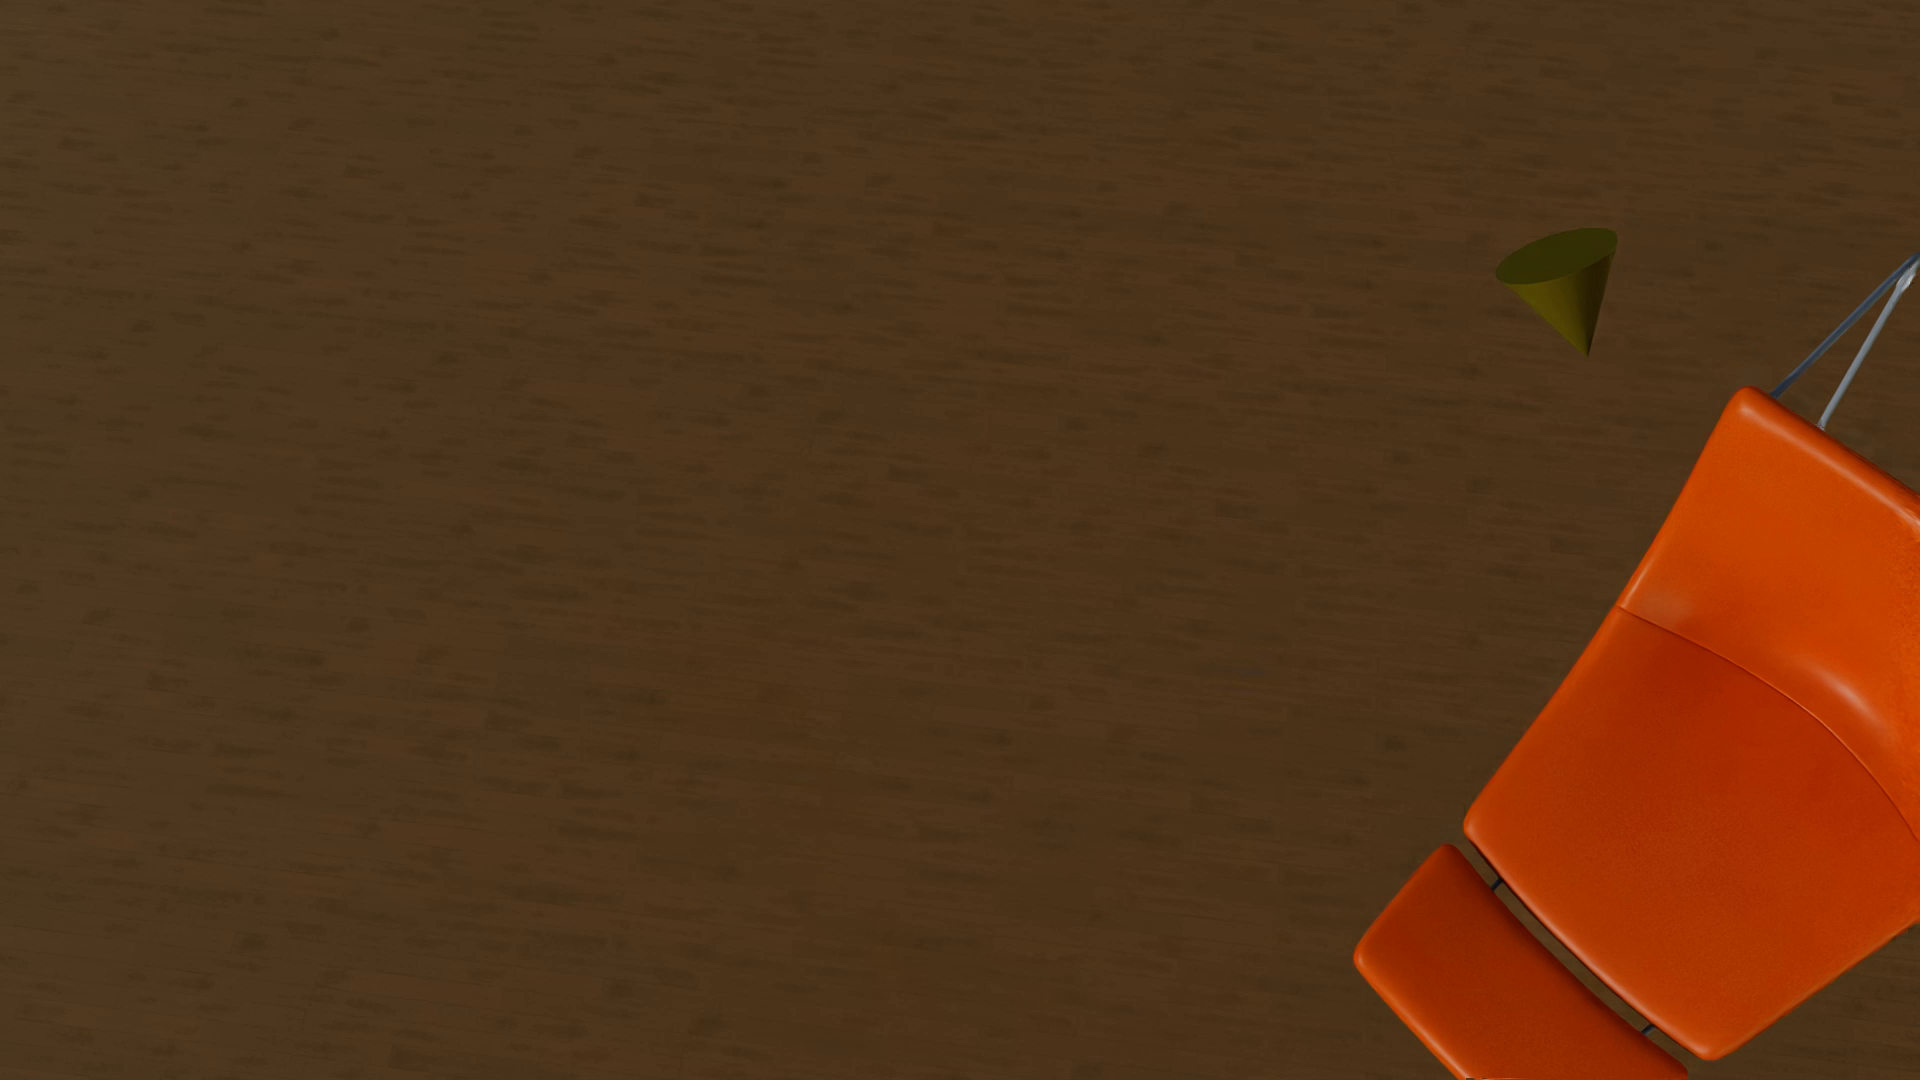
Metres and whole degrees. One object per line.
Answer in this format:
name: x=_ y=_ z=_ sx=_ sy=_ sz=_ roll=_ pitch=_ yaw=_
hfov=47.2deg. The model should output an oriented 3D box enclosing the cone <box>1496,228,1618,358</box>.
cone: x=0.887 y=-0.337 z=3.187 sx=0.177 sy=0.169 sz=0.171 roll=-20 pitch=23 yaw=10
